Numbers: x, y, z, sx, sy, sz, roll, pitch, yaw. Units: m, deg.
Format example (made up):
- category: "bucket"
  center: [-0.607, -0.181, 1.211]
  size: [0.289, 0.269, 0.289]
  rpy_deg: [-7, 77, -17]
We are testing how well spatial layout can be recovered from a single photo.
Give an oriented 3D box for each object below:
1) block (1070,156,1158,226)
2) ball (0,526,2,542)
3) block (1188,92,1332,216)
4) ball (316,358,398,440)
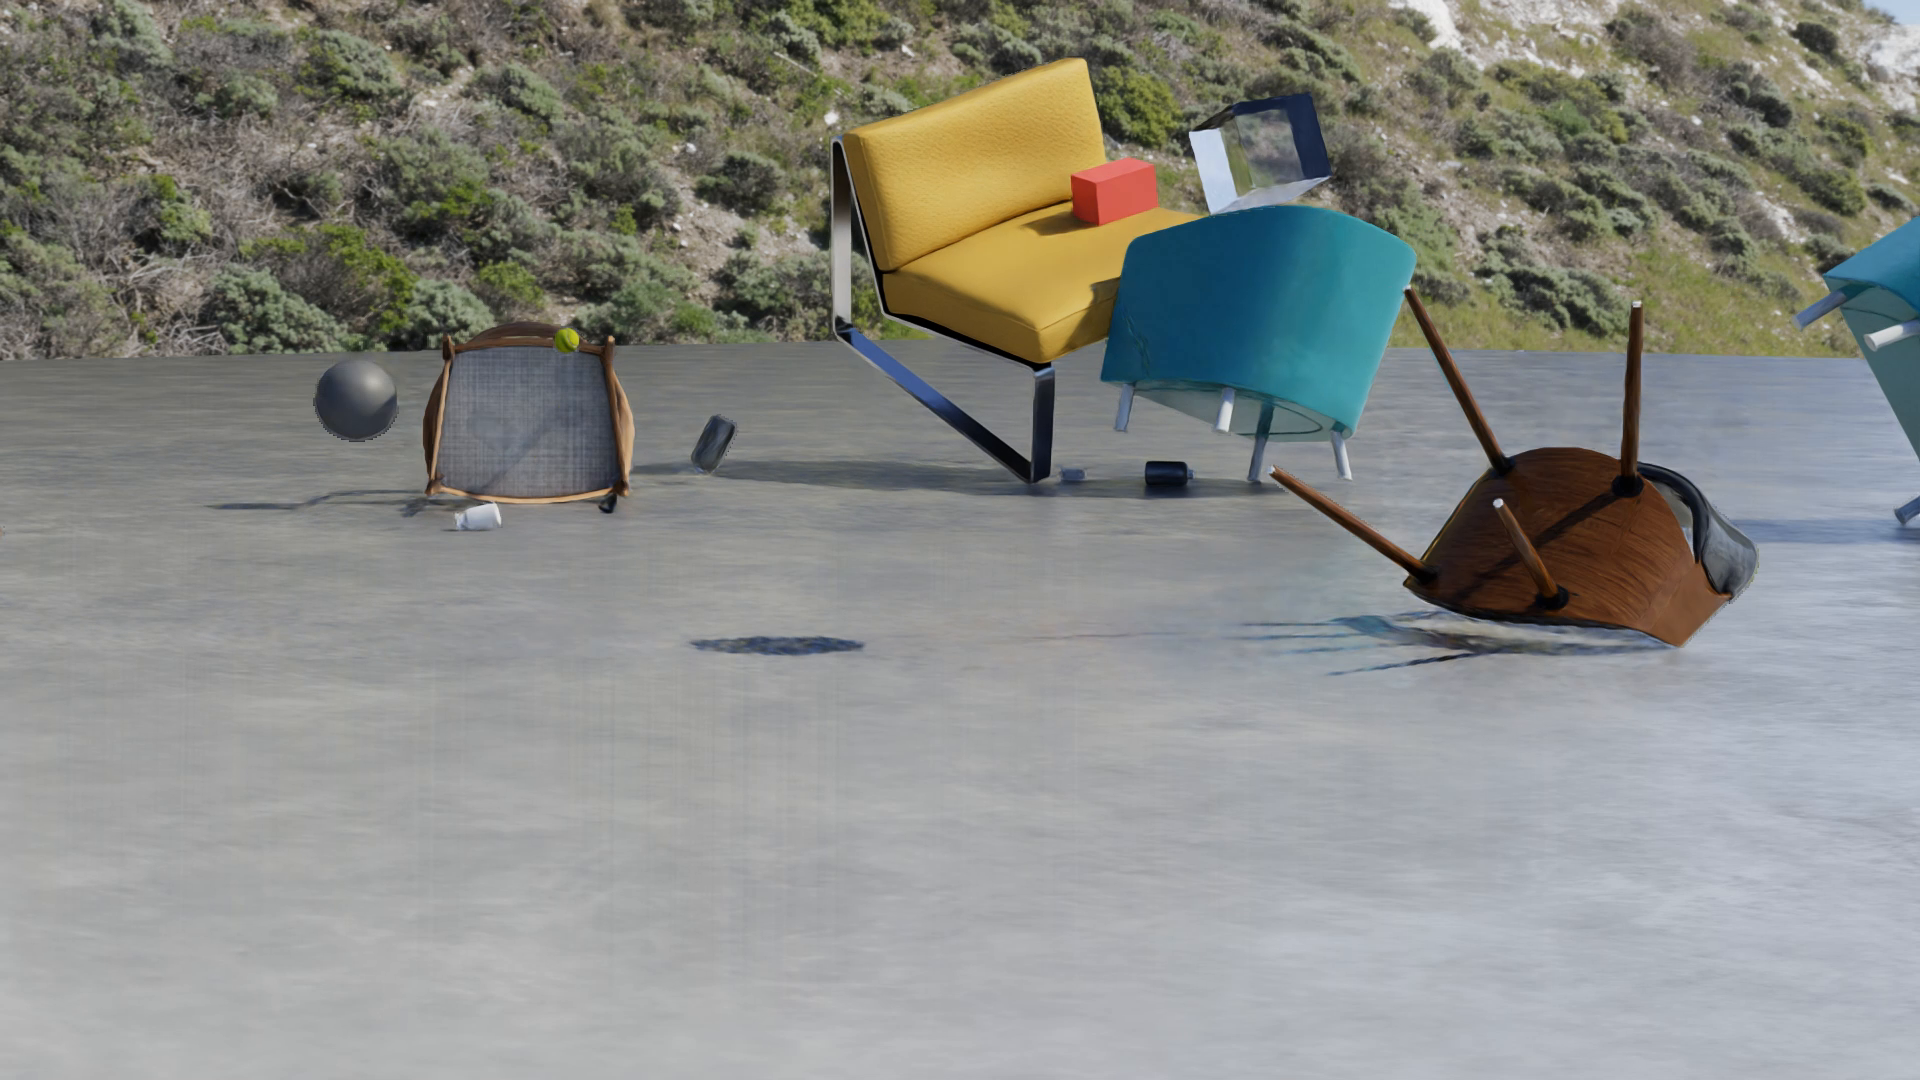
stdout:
- category: "block"
  center: [0.509, -1.153, 8.468]
  size: [0.238, 0.145, 0.146]
  rpy_deg: [-21, 28, -27]
- category: "ball"
  center: [-2.298, -0.014, 5.995]
  size: [0.113, 0.113, 0.113]
  rpy_deg: [0, 6, 0]
- category: "block"
  center: [0.514, -0.661, 4.392]
  size: [0.158, 0.149, 0.155]
  rpy_deg: [-12, -5, -24]
- category: "ball"
  center: [-1.714, -0.401, 7.289]
  size: [0.228, 0.228, 0.228]
  rpy_deg: [0, 6, 0]
